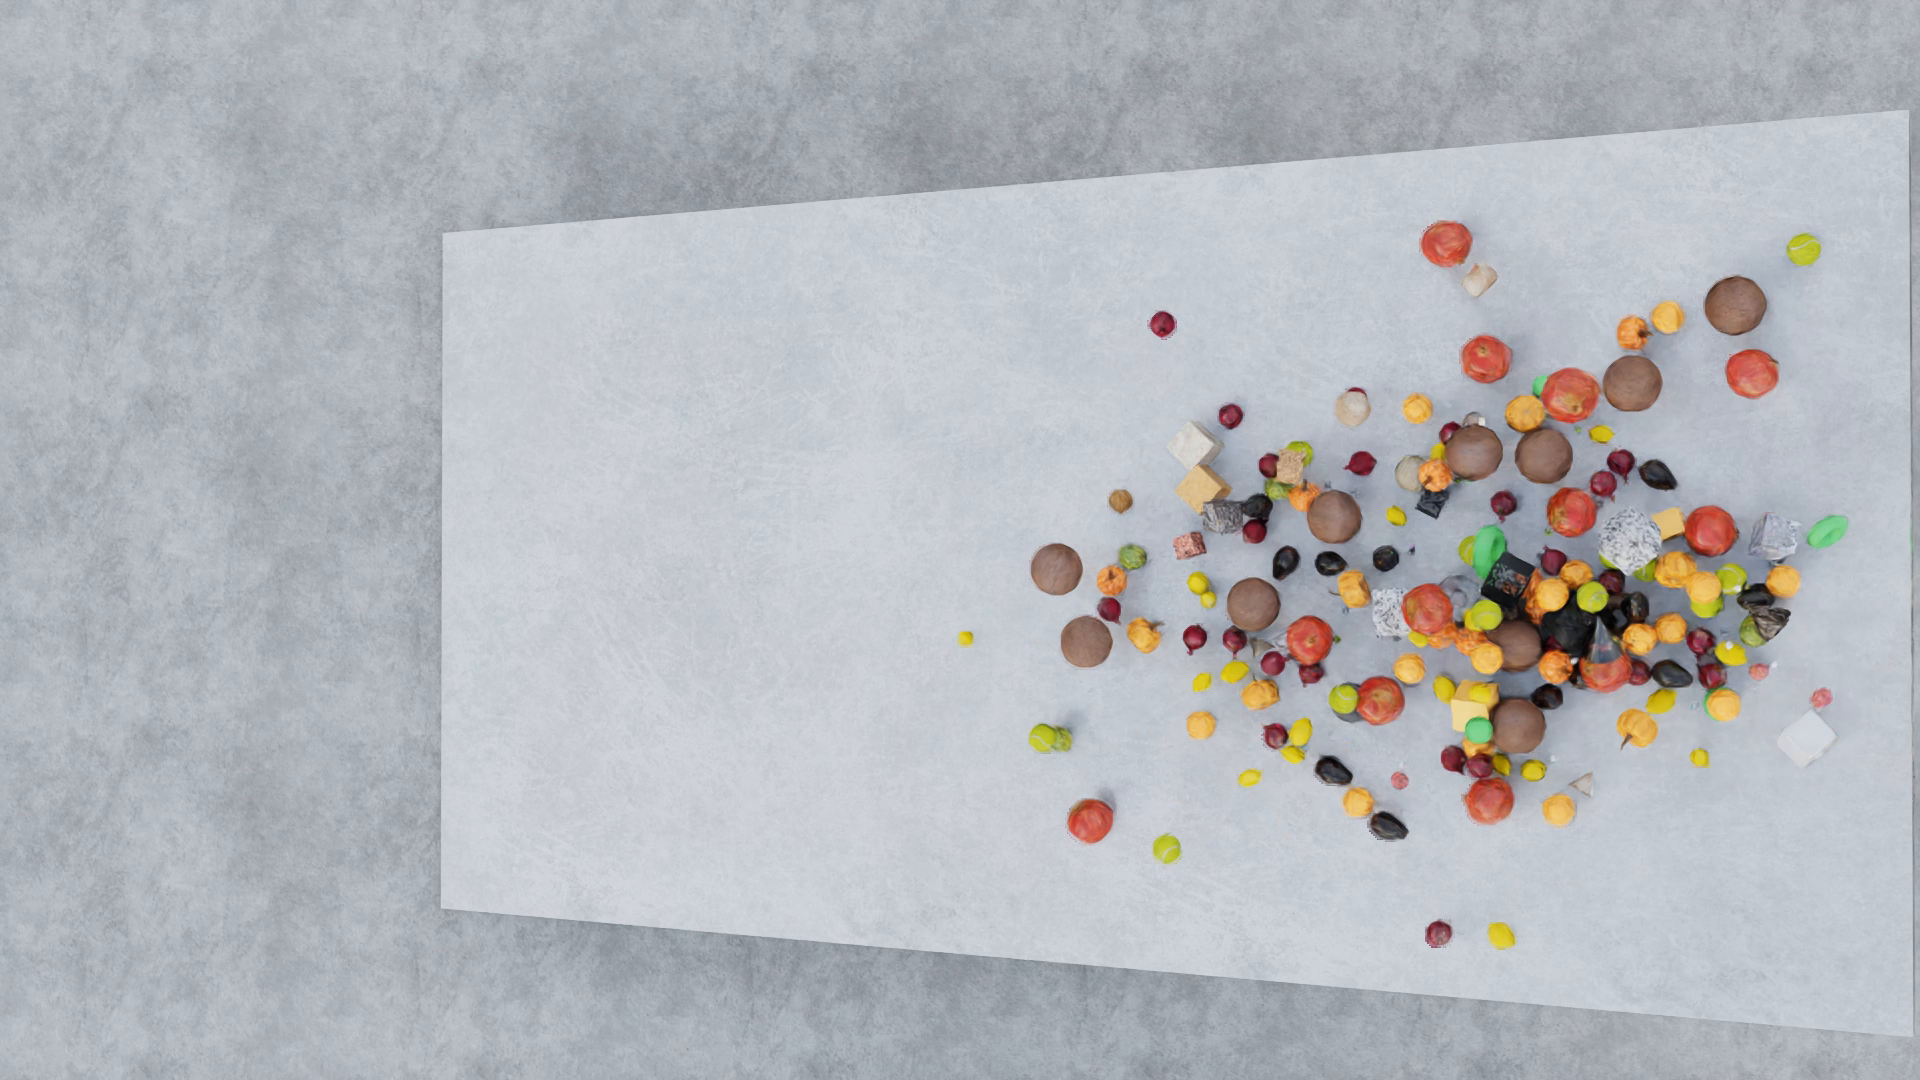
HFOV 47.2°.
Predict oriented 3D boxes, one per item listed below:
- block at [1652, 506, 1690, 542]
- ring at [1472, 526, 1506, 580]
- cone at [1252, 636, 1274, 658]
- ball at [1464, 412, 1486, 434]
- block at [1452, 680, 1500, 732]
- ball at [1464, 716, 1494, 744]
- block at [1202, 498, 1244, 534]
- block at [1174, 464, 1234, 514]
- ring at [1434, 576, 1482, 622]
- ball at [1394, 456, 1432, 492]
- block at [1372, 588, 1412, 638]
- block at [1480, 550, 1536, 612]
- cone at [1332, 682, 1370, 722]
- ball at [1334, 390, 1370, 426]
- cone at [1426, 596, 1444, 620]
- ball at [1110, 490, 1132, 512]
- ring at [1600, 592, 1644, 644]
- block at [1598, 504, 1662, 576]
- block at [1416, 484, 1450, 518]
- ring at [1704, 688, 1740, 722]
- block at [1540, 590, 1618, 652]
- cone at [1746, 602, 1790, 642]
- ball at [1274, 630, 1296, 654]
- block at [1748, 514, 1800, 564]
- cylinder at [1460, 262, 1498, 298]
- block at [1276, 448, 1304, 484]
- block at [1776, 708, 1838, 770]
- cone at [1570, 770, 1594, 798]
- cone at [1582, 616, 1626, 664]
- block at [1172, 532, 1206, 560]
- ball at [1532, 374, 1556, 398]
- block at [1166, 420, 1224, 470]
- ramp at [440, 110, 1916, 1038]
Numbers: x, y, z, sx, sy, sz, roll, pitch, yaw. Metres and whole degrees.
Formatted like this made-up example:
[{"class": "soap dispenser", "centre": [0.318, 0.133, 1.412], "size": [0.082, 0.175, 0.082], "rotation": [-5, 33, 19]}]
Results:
[{"class": "block", "centre": [1.595, -0.036, 4.935], "size": [0.058, 0.058, 0.058], "rotation": [-23, 77, 24]}, {"class": "ring", "centre": [1.220, 0.030, 5.066], "size": [0.043, 0.128, 0.128], "rotation": [2, 89, 38]}, {"class": "cone", "centre": [0.743, 0.261, 5.373], "size": [0.053, 0.053, 0.053], "rotation": [-3, 89, -1]}, {"class": "ball", "centre": [1.194, -0.273, 5.106], "size": [0.050, 0.050, 0.050], "rotation": [0, 89, 0]}, {"class": "block", "centre": [1.195, 0.388, 5.093], "size": [0.085, 0.085, 0.085], "rotation": [7, 123, 30]}, {"class": "ball", "centre": [1.177, 0.432, 4.991], "size": [0.063, 0.063, 0.063], "rotation": [0, 89, 0]}, {"class": "block", "centre": [0.641, -0.057, 5.348], "size": [0.069, 0.069, 0.069], "rotation": [-10, 107, -37]}, {"class": "block", "centre": [0.600, -0.123, 5.413], "size": [0.087, 0.087, 0.087], "rotation": [45, 108, 20]}, {"class": "ring", "centre": [1.164, 0.137, 5.143], "size": [0.109, 0.036, 0.109], "rotation": [0, 88, 2]}, {"class": "ball", "centre": [1.068, -0.156, 5.183], "size": [0.086, 0.086, 0.086], "rotation": [0, 89, 0]}, {"class": "block", "centre": [1.014, 0.170, 5.160], "size": [0.083, 0.083, 0.083], "rotation": [-6, 59, 13]}, {"class": "block", "centre": [1.240, 0.092, 4.980], "size": [0.080, 0.080, 0.080], "rotation": [30, 53, 18]}, {"class": "cone", "centre": [0.911, 0.391, 5.241], "size": [0.097, 0.097, 0.097], "rotation": [1, 92, 34]}, {"class": "ball", "centre": [0.902, -0.302, 5.055], "size": [0.083, 0.083, 0.083], "rotation": [0, 89, 0]}, {"class": "cone", "centre": [1.115, 0.163, 5.167], "size": [0.059, 0.059, 0.059], "rotation": [4, 98, 30]}, {"class": "ball", "centre": [0.404, -0.098, 5.525], "size": [0.059, 0.059, 0.059], "rotation": [0, 89, 0]}, {"class": "ring", "centre": [1.494, 0.178, 4.991], "size": [0.119, 0.040, 0.119], "rotation": [3, 95, 33]}, {"class": "block", "centre": [1.483, 0.000, 4.871], "size": [0.093, 0.093, 0.093], "rotation": [36, 132, -11]}, {"class": "block", "centre": [1.110, -0.091, 5.165], "size": [0.055, 0.055, 0.055], "rotation": [29, 112, 10]}, {"class": "ring", "centre": [1.697, 0.366, 4.900], "size": [0.077, 0.026, 0.077], "rotation": [0, 89, 25]}, {"class": "block", "centre": [1.401, 0.182, 4.975], "size": [0.099, 0.099, 0.099], "rotation": [-58, 47, 30]}, {"class": "cone", "centre": [1.740, 0.160, 4.781], "size": [0.086, 0.086, 0.086], "rotation": [36, 89, -5]}, {"class": "ball", "centre": [0.788, 0.248, 5.333], "size": [0.056, 0.056, 0.056], "rotation": [0, 89, 0]}, {"class": "block", "centre": [1.781, -0.003, 4.810], "size": [0.074, 0.074, 0.074], "rotation": [16, 73, 2]}, {"class": "cylinder", "centre": [1.193, -0.598, 5.050], "size": [0.059, 0.059, 0.059], "rotation": [38, 125, 0]}, {"class": "block", "centre": [0.786, -0.174, 5.237], "size": [0.059, 0.059, 0.059], "rotation": [8, 67, 10]}, {"class": "block", "centre": [1.837, 0.433, 4.769], "size": [0.081, 0.081, 0.081], "rotation": [-35, 64, -8]}, {"class": "cone", "centre": [1.427, 0.547, 5.007], "size": [0.057, 0.057, 0.057], "rotation": [32, 90, 0]}, {"class": "cone", "centre": [1.421, 0.207, 4.876], "size": [0.095, 0.095, 0.095], "rotation": [-17, 118, 0]}, {"class": "block", "centre": [0.567, 0.015, 5.441], "size": [0.054, 0.054, 0.054], "rotation": [-22, 80, 35]}, {"class": "ball", "centre": [1.343, -0.353, 5.055], "size": [0.054, 0.054, 0.054], "rotation": [0, 89, 0]}, {"class": "block", "centre": [0.582, -0.231, 5.423], "size": [0.088, 0.088, 0.088], "rotation": [46, 108, 19]}, {"class": "ramp", "centre": [0.280, 0.080, 5.673], "size": [4.000, 0.100, 2.000], "rotation": [0, 89, 26]}]
